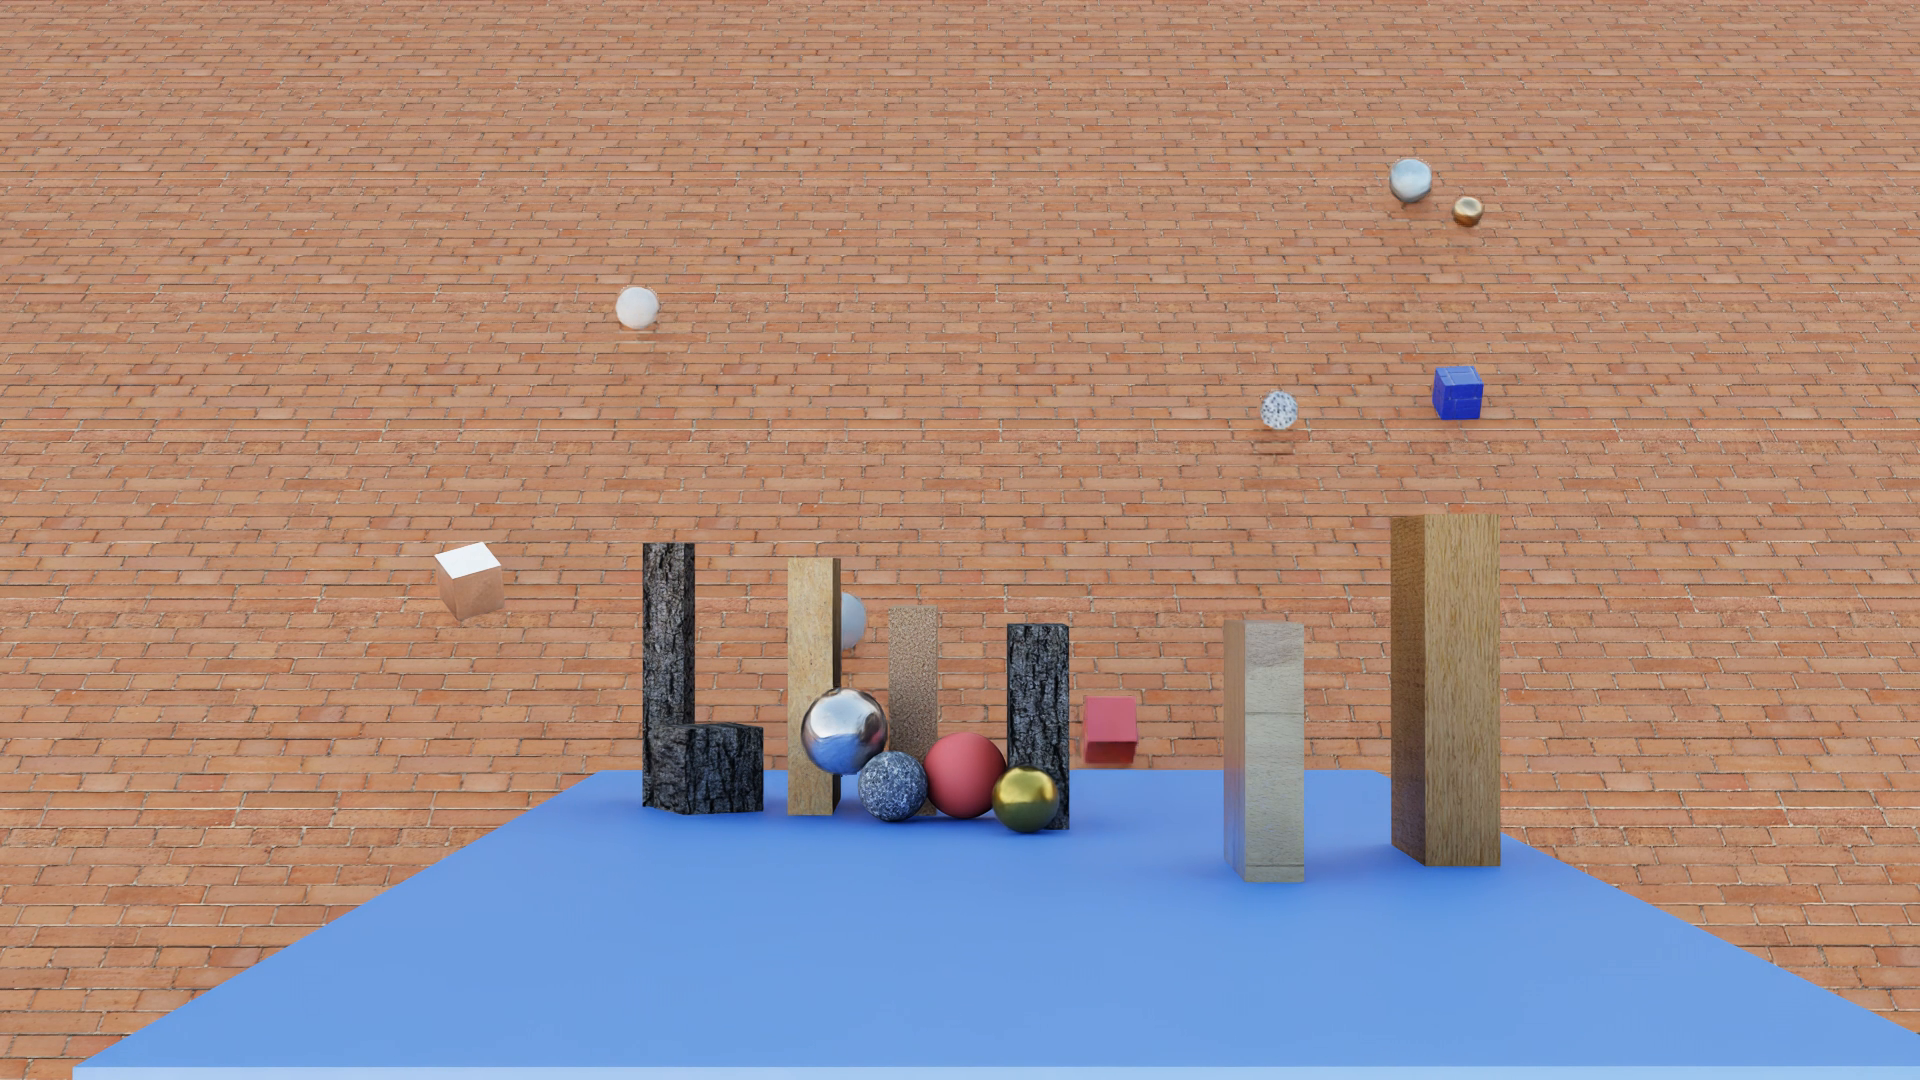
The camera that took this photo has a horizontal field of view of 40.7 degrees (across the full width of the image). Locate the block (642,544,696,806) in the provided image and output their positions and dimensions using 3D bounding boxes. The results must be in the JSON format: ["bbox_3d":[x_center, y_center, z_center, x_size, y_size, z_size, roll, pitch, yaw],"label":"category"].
[{"bbox_3d":[-0.651,0.297,5.804,0.090,0.578,0.246,0,-1,0],"label":"block"}]

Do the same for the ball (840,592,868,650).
[{"bbox_3d":[-0.346,0.229,7.305,0.168,0.168,0.168,0,32,0],"label":"ball"}]

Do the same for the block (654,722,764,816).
[{"bbox_3d":[-0.545,0.493,5.609,0.181,0.181,0.181,0,-1,-28],"label":"block"}]

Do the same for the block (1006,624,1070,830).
[{"bbox_3d":[0.159,0.378,5.340,0.119,0.406,0.321,0,-1,0],"label":"block"}]

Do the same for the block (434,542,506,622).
[{"bbox_3d":[-1.418,0.120,7.501,0.146,0.146,0.146,-17,36,-25],"label":"block"}]

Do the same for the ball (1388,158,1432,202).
[{"bbox_3d":[1.719,-1.371,9.891,0.165,0.165,0.165,0,32,0],"label":"ball"}]

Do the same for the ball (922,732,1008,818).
[{"bbox_3d":[0.009,0.491,5.408,0.181,0.181,0.181,0,32,0],"label":"ball"}]

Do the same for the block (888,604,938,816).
[{"bbox_3d":[-0.101,0.365,5.699,0.101,0.438,0.443,0,-1,0],"label":"block"}]

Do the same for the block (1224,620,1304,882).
[{"bbox_3d":[0.523,0.356,4.482,0.098,0.429,0.350,0,-1,0],"label":"block"}]

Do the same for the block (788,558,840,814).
[{"bbox_3d":[-0.318,0.312,5.685,0.094,0.544,0.391,0,-1,0],"label":"block"}]

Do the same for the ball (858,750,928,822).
[{"bbox_3d":[-0.138,0.508,5.338,0.146,0.146,0.146,0,32,0],"label":"ball"}]

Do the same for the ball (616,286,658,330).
[{"bbox_3d":[-1.121,-0.805,8.995,0.146,0.146,0.146,0,32,0],"label":"ball"}]

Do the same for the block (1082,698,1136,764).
[{"bbox_3d":[0.395,0.504,6.848,0.128,0.128,0.128,0,60,-2],"label":"block"}]

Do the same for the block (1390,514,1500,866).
[{"bbox_3d":[0.881,0.265,4.719,0.132,0.616,0.360,0,-1,0],"label":"block"}]

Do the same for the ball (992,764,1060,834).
[{"bbox_3d":[0.130,0.511,5.111,0.134,0.134,0.134,0,32,0],"label":"ball"}]

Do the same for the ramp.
[{"bbox_3d":[0.071,0.624,4.711,2.000,0.100,4.000,0,-1,0],"label":"ramp"}]

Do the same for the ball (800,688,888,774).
[{"bbox_3d":[-0.241,0.398,5.403,0.182,0.182,0.182,0,32,0],"label":"ball"}]

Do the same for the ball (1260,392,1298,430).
[{"bbox_3d":[1.034,-0.419,8.394,0.123,0.123,0.123,0,32,0],"label":"ball"}]

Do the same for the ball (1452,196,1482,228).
[{"bbox_3d":[1.901,-1.228,9.709,0.114,0.114,0.114,0,32,0],"label":"ball"}]

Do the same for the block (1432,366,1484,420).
[{"bbox_3d":[1.631,-0.482,8.491,0.128,0.128,0.128,-3,32,-5],"label":"block"}]
